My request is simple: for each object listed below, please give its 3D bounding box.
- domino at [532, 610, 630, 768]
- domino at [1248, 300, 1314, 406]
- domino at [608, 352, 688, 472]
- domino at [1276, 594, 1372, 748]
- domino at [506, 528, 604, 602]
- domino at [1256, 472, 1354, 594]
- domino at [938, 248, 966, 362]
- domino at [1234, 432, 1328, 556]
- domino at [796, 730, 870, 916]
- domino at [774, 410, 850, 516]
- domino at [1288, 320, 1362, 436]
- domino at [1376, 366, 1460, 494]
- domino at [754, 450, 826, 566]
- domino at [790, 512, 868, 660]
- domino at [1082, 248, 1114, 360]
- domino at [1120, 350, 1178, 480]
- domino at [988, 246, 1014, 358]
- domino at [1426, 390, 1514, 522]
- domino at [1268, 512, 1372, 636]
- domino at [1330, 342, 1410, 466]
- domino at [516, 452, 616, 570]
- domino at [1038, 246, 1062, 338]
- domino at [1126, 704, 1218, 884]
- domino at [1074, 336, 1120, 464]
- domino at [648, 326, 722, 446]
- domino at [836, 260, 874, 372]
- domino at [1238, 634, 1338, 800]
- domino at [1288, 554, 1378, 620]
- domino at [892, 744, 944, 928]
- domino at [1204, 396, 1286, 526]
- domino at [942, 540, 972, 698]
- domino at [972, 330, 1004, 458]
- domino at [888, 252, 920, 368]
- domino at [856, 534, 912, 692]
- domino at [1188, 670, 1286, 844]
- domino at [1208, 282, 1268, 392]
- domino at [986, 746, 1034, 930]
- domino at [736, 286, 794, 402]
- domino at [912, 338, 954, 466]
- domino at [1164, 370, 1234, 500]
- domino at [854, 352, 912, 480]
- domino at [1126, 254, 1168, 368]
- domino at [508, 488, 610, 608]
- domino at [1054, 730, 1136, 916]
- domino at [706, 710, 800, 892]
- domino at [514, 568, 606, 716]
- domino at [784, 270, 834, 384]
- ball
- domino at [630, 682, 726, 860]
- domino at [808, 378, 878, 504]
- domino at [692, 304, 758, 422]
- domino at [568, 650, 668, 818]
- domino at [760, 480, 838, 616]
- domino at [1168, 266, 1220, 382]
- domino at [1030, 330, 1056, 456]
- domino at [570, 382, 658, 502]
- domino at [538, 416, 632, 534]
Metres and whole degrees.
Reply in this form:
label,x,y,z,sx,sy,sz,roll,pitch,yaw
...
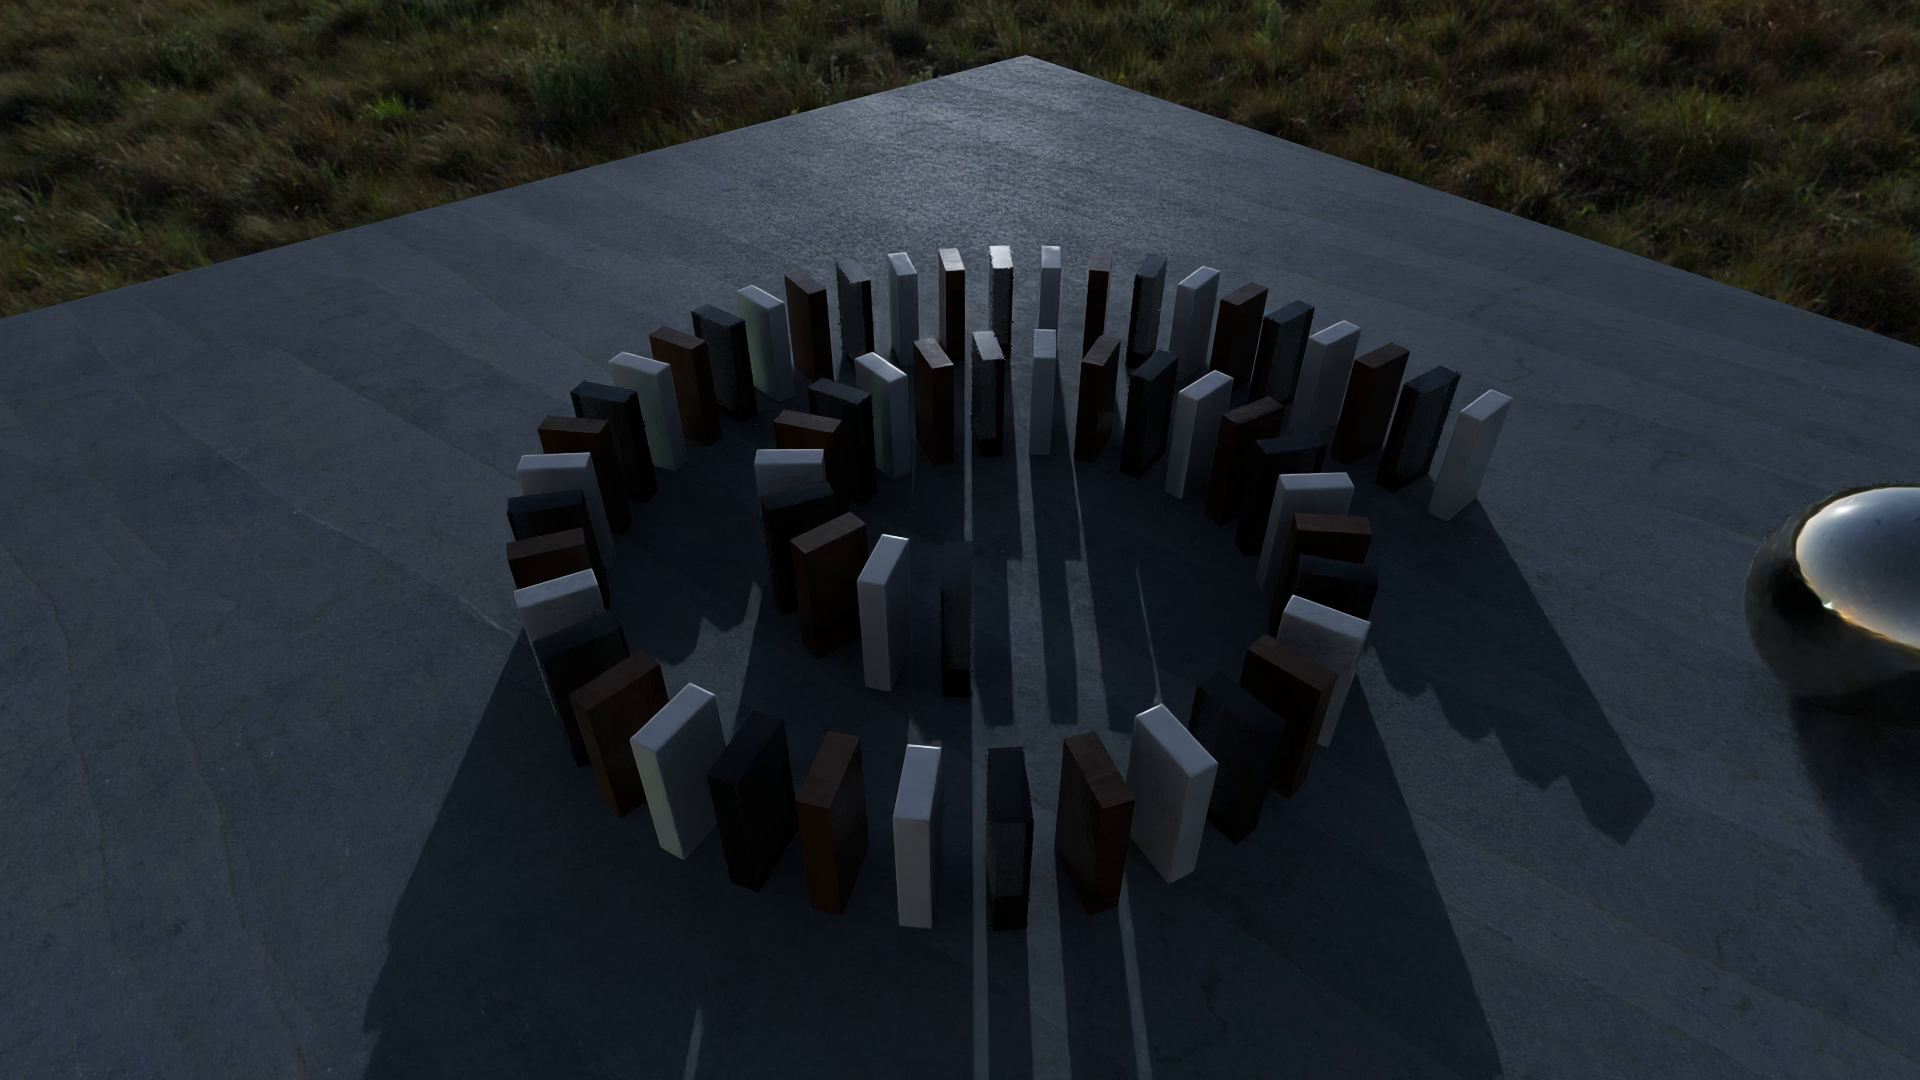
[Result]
label,x,y,z,sx,sy,sz,roll,pitch,yaw
domino,-0.117,0.048,0.353,0.025,0.050,0.009,-24,45,-26
domino,0.149,-0.084,0.514,0.025,0.050,0.009,-29,47,-30
domino,-0.135,-0.055,0.479,0.025,0.050,0.009,17,42,19
domino,0.114,0.043,0.359,0.025,0.050,0.010,21,44,24
domino,-0.140,0.020,0.386,0.025,0.050,0.009,-13,41,-15
domino,0.129,-0.002,0.414,0.025,0.050,0.009,-2,39,-2
domino,-0.004,-0.119,0.556,0.010,0.050,0.025,-6,40,-7
domino,0.126,-0.017,0.433,0.025,0.050,0.009,-9,40,-11
domino,-0.036,0.081,0.313,0.010,0.050,0.025,9,40,11
domino,-0.059,-0.027,0.445,0.025,0.050,0.009,12,41,14
domino,0.165,-0.072,0.499,0.025,0.050,0.009,-26,46,-28
domino,0.195,-0.047,0.469,0.025,0.050,0.009,-25,46,-27
domino,-0.064,-0.012,0.426,0.025,0.050,0.009,-1,39,-1
domino,-0.045,0.017,0.391,0.025,0.050,0.009,-27,47,-29
domino,0.070,-0.118,0.556,0.010,0.050,0.025,7,40,9
domino,0.082,-0.054,0.478,0.009,0.050,0.025,24,45,27
domino,0.020,-0.120,0.558,0.009,0.050,0.025,-2,39,-2
domino,0.210,-0.034,0.454,0.025,0.050,0.009,-30,48,-32
domino,0.129,0.014,0.395,0.025,0.050,0.009,4,39,4
domino,0.180,-0.059,0.484,0.025,0.050,0.009,-25,46,-27
domino,-0.151,-0.010,0.424,0.025,0.050,0.009,-3,39,-4
domino,0.045,-0.120,0.558,0.010,0.050,0.025,2,39,2
domino,0.060,0.075,0.321,0.009,0.050,0.025,-20,43,-22
domino,0.061,-0.062,0.487,0.009,0.050,0.025,16,42,18
domino,-0.123,-0.069,0.496,0.025,0.050,0.010,21,44,24
domino,-0.052,-0.110,0.546,0.009,0.050,0.025,-15,42,-17
domino,0.099,0.056,0.344,0.025,0.050,0.009,32,49,33
domino,0.124,0.029,0.376,0.025,0.050,0.009,10,40,12
domino,-0.011,0.084,0.309,0.010,0.050,0.025,4,40,5
domino,0.116,-0.032,0.450,0.025,0.050,0.010,-22,44,-24
domino,-0.001,0.028,0.378,0.010,0.050,0.025,1,39,1
domino,0.012,-0.065,0.491,0.009,0.050,0.025,-6,40,-8
domino,-0.028,-0.115,0.552,0.010,0.050,0.025,-10,40,-12
domino,-0.025,0.026,0.380,0.010,0.050,0.025,11,40,13
domino,0.081,0.066,0.331,0.010,0.050,0.025,-26,46,-28
domino,0.133,-0.095,0.528,0.025,0.050,0.009,-32,49,-33
domino,0.013,0.084,0.309,0.009,0.050,0.025,-3,39,-3
domino,-0.093,-0.093,0.526,0.009,0.050,0.025,-32,49,-33
domino,-0.012,-0.061,0.486,0.009,0.050,0.025,-14,41,-16
domino,0.101,-0.044,0.465,0.025,0.050,0.010,-32,49,-33
domino,-0.033,-0.053,0.476,0.010,0.050,0.025,-27,47,-29
domino,0.093,-0.114,0.551,0.010,0.050,0.025,15,42,17
domino,-0.147,0.006,0.405,0.025,0.050,0.009,-8,40,-10
domino,0.037,0.081,0.313,0.009,0.050,0.025,-13,41,-15
domino,-0.059,0.076,0.319,0.009,0.050,0.025,14,41,17
domino,-0.130,0.035,0.369,0.025,0.050,0.009,-18,43,-21
domino,-0.074,-0.103,0.538,0.010,0.050,0.025,-23,45,-25
ball,0.307,0.021,0.362,0.080,0.080,0.080,0,39,0
domino,-0.081,0.069,0.327,0.010,0.050,0.025,20,43,23
domino,-0.049,-0.041,0.462,0.025,0.050,0.010,21,44,24
domino,-0.109,-0.082,0.511,0.025,0.050,0.009,26,46,29
domino,-0.101,0.060,0.338,0.009,0.050,0.025,30,48,31
domino,-0.058,0.003,0.407,0.025,0.050,0.009,-16,42,-18
domino,0.114,-0.106,0.541,0.010,0.050,0.025,26,46,28
domino,0.037,-0.066,0.492,0.010,0.050,0.025,2,39,3
domino,-0.144,-0.041,0.461,0.025,0.050,0.010,12,41,14
domino,-0.150,-0.026,0.443,0.025,0.050,0.010,5,40,6
